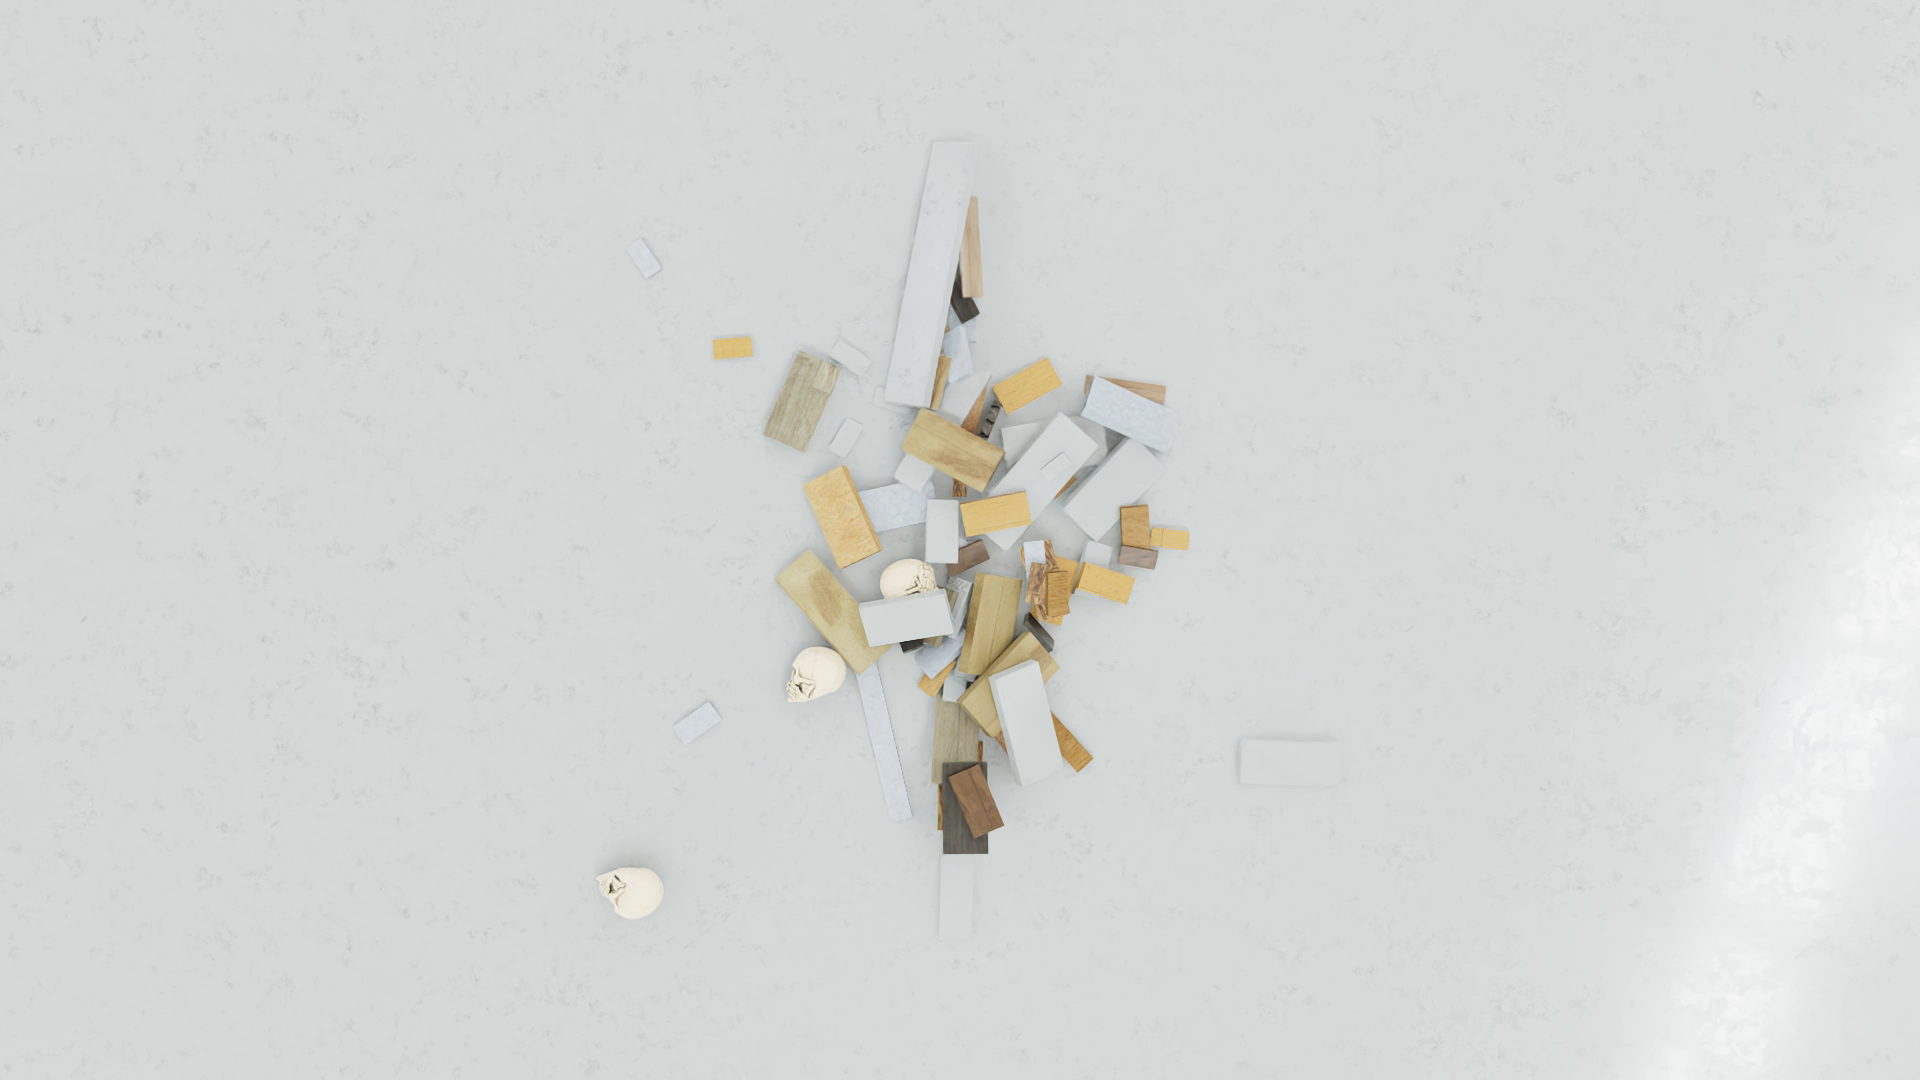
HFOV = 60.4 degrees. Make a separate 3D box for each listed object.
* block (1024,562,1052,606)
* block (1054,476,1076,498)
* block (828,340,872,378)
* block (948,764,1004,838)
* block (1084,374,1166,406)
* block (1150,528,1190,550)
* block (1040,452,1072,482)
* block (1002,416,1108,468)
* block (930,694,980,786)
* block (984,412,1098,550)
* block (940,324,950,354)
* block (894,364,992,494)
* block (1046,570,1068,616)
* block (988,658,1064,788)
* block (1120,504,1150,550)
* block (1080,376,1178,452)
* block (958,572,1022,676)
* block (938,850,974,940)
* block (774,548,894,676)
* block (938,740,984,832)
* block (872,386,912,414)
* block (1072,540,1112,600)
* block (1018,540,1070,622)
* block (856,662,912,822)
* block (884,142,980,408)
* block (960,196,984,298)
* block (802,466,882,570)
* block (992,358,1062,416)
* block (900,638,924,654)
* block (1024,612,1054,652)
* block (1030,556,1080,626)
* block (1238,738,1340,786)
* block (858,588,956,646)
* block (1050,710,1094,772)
[{"bbox_3d":[0.257,0.143,5.410,0.067,0.019,0.134,9,97,-2],"label":"block"},{"bbox_3d":[0.338,-0.186,5.493,0.095,0.013,0.047,-43,90,0],"label":"block"},{"bbox_3d":[-0.366,-0.605,5.491,0.128,0.018,0.064,34,90,0],"label":"block"},{"bbox_3d":[0.053,0.841,5.318,0.107,0.030,0.214,-23,90,0],"label":"block"},{"bbox_3d":[0.549,-0.500,5.491,0.270,0.018,0.063,8,90,0],"label":"block"},{"bbox_3d":[0.698,-0.004,5.491,0.126,0.018,0.063,7,90,0],"label":"block"},{"bbox_3d":[0.314,-0.240,5.395,0.094,0.013,0.047,-38,100,6],"label":"block"},{"bbox_3d":[0.315,-0.314,5.476,0.335,0.047,0.167,-9,90,0],"label":"block"},{"bbox_3d":[-0.014,0.661,5.437,0.147,0.042,0.294,4,73,0],"label":"block"},{"bbox_3d":[0.240,-0.193,5.433,0.167,0.047,0.465,40,98,-9],"label":"block"},{"bbox_3d":[-0.074,-0.695,5.475,0.070,0.020,0.140,-32,83,12],"label":"block"},{"bbox_3d":[-0.057,-0.375,5.425,0.104,0.030,0.454,32,93,9],"label":"block"},{"bbox_3d":[0.318,0.175,5.405,0.072,0.020,0.143,-4,101,-18],"label":"block"},{"bbox_3d":[0.218,0.599,5.395,0.165,0.047,0.385,-21,106,-24],"label":"block"},{"bbox_3d":[0.580,-0.021,5.460,0.093,0.026,0.185,-5,104,-5],"label":"block"},{"bbox_3d":[0.559,-0.413,5.419,0.308,0.044,0.154,23,50,-6],"label":"block"},{"bbox_3d":[0.102,0.281,5.431,0.165,0.047,0.329,10,90,-38],"label":"block"},{"bbox_3d":[-0.009,1.048,5.485,0.107,0.030,0.550,2,90,0],"label":"block"},{"bbox_3d":[-0.416,0.240,5.466,0.153,0.043,0.424,-41,87,-2],"label":"block"},{"bbox_3d":[0.001,0.811,5.436,0.147,0.042,0.294,1,73,0],"label":"block"},{"bbox_3d":[-0.221,-0.464,5.491,0.128,0.018,0.064,15,90,0],"label":"block"},{"bbox_3d":[0.439,0.101,5.471,0.093,0.026,0.185,15,90,-21],"label":"block"},{"bbox_3d":[0.279,0.133,5.454,0.109,0.031,0.252,-15,90,0],"label":"block"},{"bbox_3d":[-0.259,0.651,5.489,0.074,0.021,0.571,-13,90,0],"label":"block"},{"bbox_3d":[-0.093,-0.875,5.426,0.154,0.044,0.879,10,88,31],"label":"block"},{"bbox_3d":[0.032,-0.971,5.464,0.070,0.020,0.341,-2,84,-13],"label":"block"},{"bbox_3d":[-0.387,-0.075,5.446,0.153,0.043,0.305,-25,86,18],"label":"block"},{"bbox_3d":[0.223,-0.511,5.485,0.209,0.030,0.104,-29,90,0],"label":"block"},{"bbox_3d":[-0.177,0.296,5.462,0.074,0.021,0.148,-21,68,0],"label":"block"},{"bbox_3d":[0.261,0.305,5.451,0.019,0.067,0.134,-36,104,21],"label":"block"},{"bbox_3d":[0.315,0.165,5.485,0.109,0.031,0.219,18,90,0],"label":"block"},{"bbox_3d":[1.094,0.740,5.480,0.324,0.041,0.143,2,90,0],"label":"block"},{"bbox_3d":[-0.172,0.254,5.366,0.286,0.041,0.143,-10,113,11],"label":"block"},{"bbox_3d":[0.283,0.601,5.490,0.072,0.020,0.402,-42,90,0],"label":"block"}]
